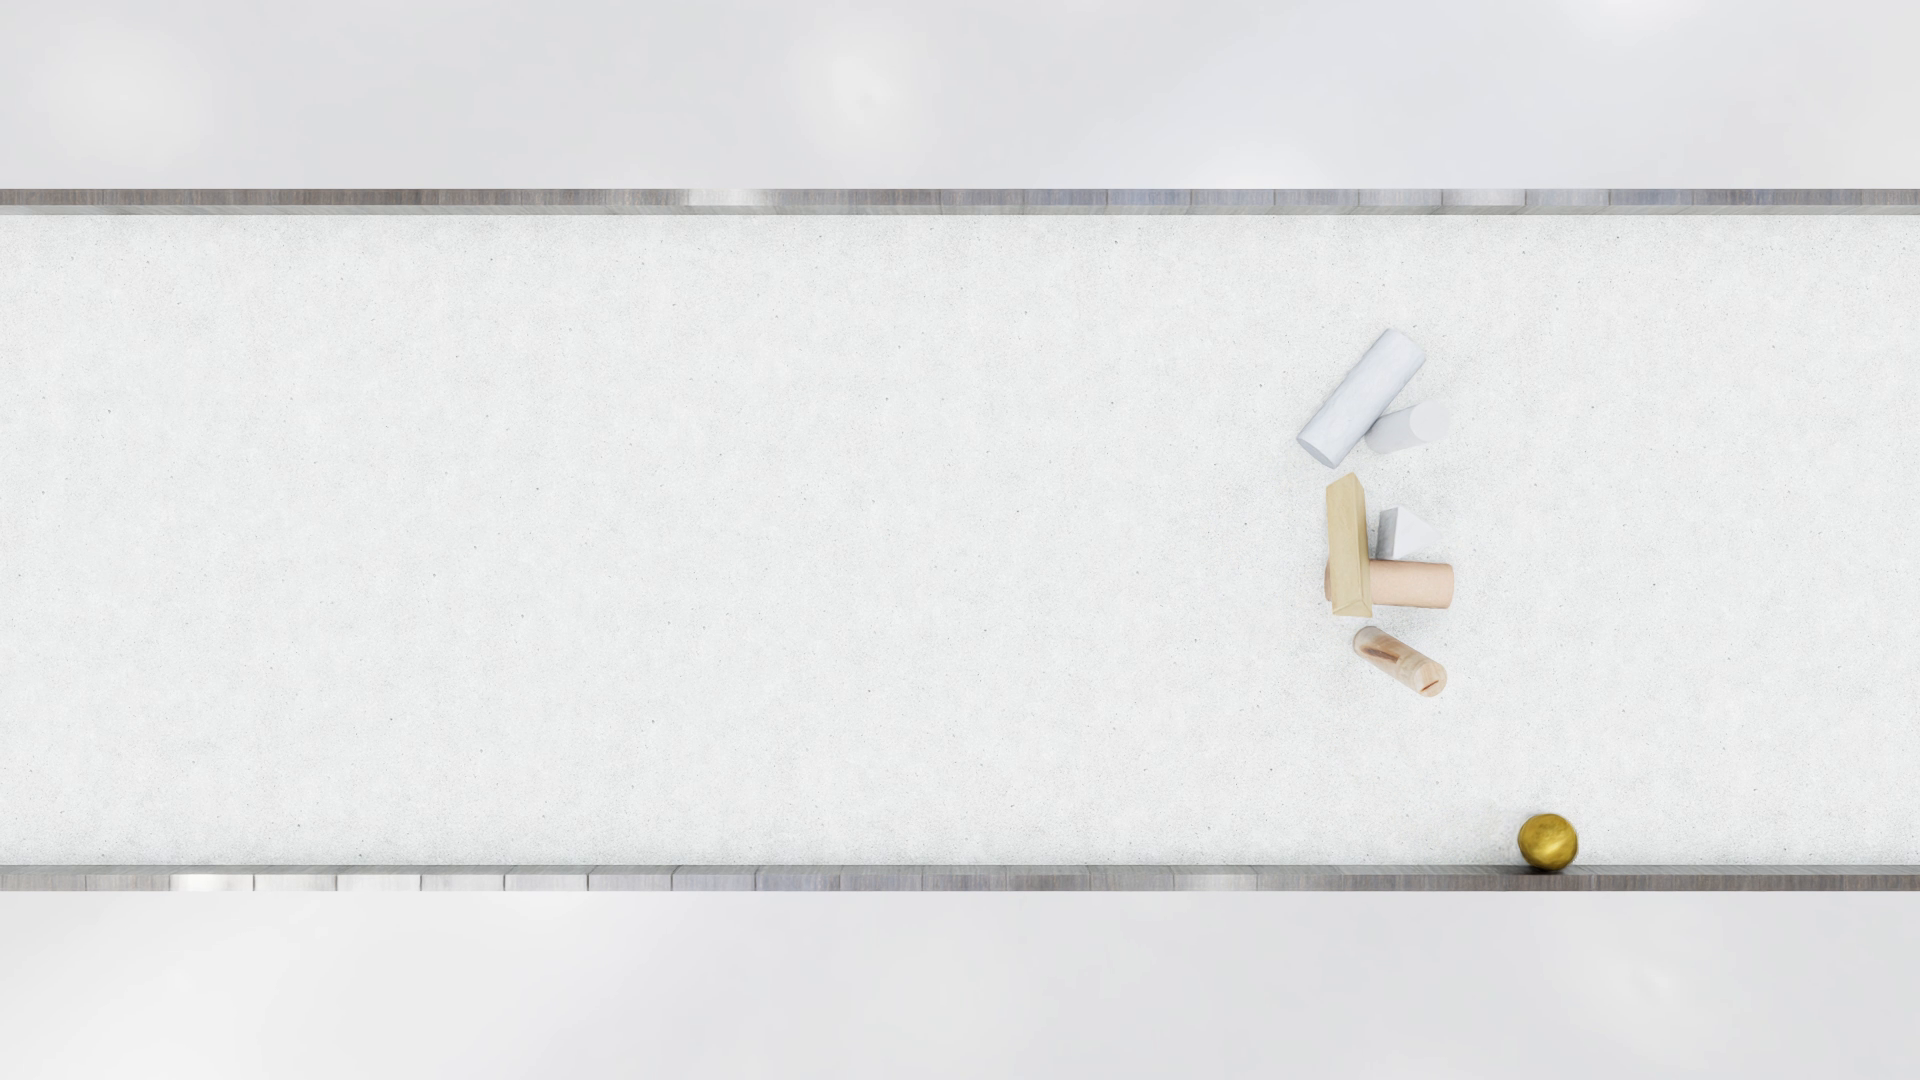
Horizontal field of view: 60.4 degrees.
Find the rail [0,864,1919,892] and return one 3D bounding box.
[{"bbox_3d":[-2.247,1.025,5.001,12.000,0.150,0.050,0,90,0],"label":"rail"}]

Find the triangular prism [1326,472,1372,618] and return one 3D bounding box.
[{"bbox_3d":[1.173,0.010,4.928,0.117,0.102,0.434,4,62,0],"label":"triangular prism"}]

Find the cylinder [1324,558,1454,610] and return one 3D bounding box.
[{"bbox_3d":[1.301,0.130,5.007,0.359,0.138,0.138,4,90,0],"label":"cylinder"}]

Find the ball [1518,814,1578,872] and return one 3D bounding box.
[{"bbox_3d":[1.779,0.914,4.991,0.171,0.171,0.171,0,90,0],"label":"ball"}]

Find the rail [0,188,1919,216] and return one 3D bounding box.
[{"bbox_3d":[-2.247,-1.025,5.002,12.000,0.150,0.050,0,90,0],"label":"rail"}]

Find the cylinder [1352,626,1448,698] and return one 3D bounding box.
[{"bbox_3d":[1.295,0.355,4.871,0.105,0.398,0.105,-3,103,-12],"label":"cylinder"}]

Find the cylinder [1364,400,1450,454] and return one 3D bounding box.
[{"bbox_3d":[1.311,-0.328,4.856,0.116,0.436,0.116,0,89,-3],"label":"cylinder"}]

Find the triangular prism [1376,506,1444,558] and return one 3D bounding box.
[{"bbox_3d":[1.296,-0.034,4.867,0.148,0.413,0.128,-24,86,6],"label":"triangular prism"}]

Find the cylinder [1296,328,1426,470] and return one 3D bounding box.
[{"bbox_3d":[1.215,-0.427,5.000,0.154,0.154,0.428,40,90,0],"label":"cylinder"}]
